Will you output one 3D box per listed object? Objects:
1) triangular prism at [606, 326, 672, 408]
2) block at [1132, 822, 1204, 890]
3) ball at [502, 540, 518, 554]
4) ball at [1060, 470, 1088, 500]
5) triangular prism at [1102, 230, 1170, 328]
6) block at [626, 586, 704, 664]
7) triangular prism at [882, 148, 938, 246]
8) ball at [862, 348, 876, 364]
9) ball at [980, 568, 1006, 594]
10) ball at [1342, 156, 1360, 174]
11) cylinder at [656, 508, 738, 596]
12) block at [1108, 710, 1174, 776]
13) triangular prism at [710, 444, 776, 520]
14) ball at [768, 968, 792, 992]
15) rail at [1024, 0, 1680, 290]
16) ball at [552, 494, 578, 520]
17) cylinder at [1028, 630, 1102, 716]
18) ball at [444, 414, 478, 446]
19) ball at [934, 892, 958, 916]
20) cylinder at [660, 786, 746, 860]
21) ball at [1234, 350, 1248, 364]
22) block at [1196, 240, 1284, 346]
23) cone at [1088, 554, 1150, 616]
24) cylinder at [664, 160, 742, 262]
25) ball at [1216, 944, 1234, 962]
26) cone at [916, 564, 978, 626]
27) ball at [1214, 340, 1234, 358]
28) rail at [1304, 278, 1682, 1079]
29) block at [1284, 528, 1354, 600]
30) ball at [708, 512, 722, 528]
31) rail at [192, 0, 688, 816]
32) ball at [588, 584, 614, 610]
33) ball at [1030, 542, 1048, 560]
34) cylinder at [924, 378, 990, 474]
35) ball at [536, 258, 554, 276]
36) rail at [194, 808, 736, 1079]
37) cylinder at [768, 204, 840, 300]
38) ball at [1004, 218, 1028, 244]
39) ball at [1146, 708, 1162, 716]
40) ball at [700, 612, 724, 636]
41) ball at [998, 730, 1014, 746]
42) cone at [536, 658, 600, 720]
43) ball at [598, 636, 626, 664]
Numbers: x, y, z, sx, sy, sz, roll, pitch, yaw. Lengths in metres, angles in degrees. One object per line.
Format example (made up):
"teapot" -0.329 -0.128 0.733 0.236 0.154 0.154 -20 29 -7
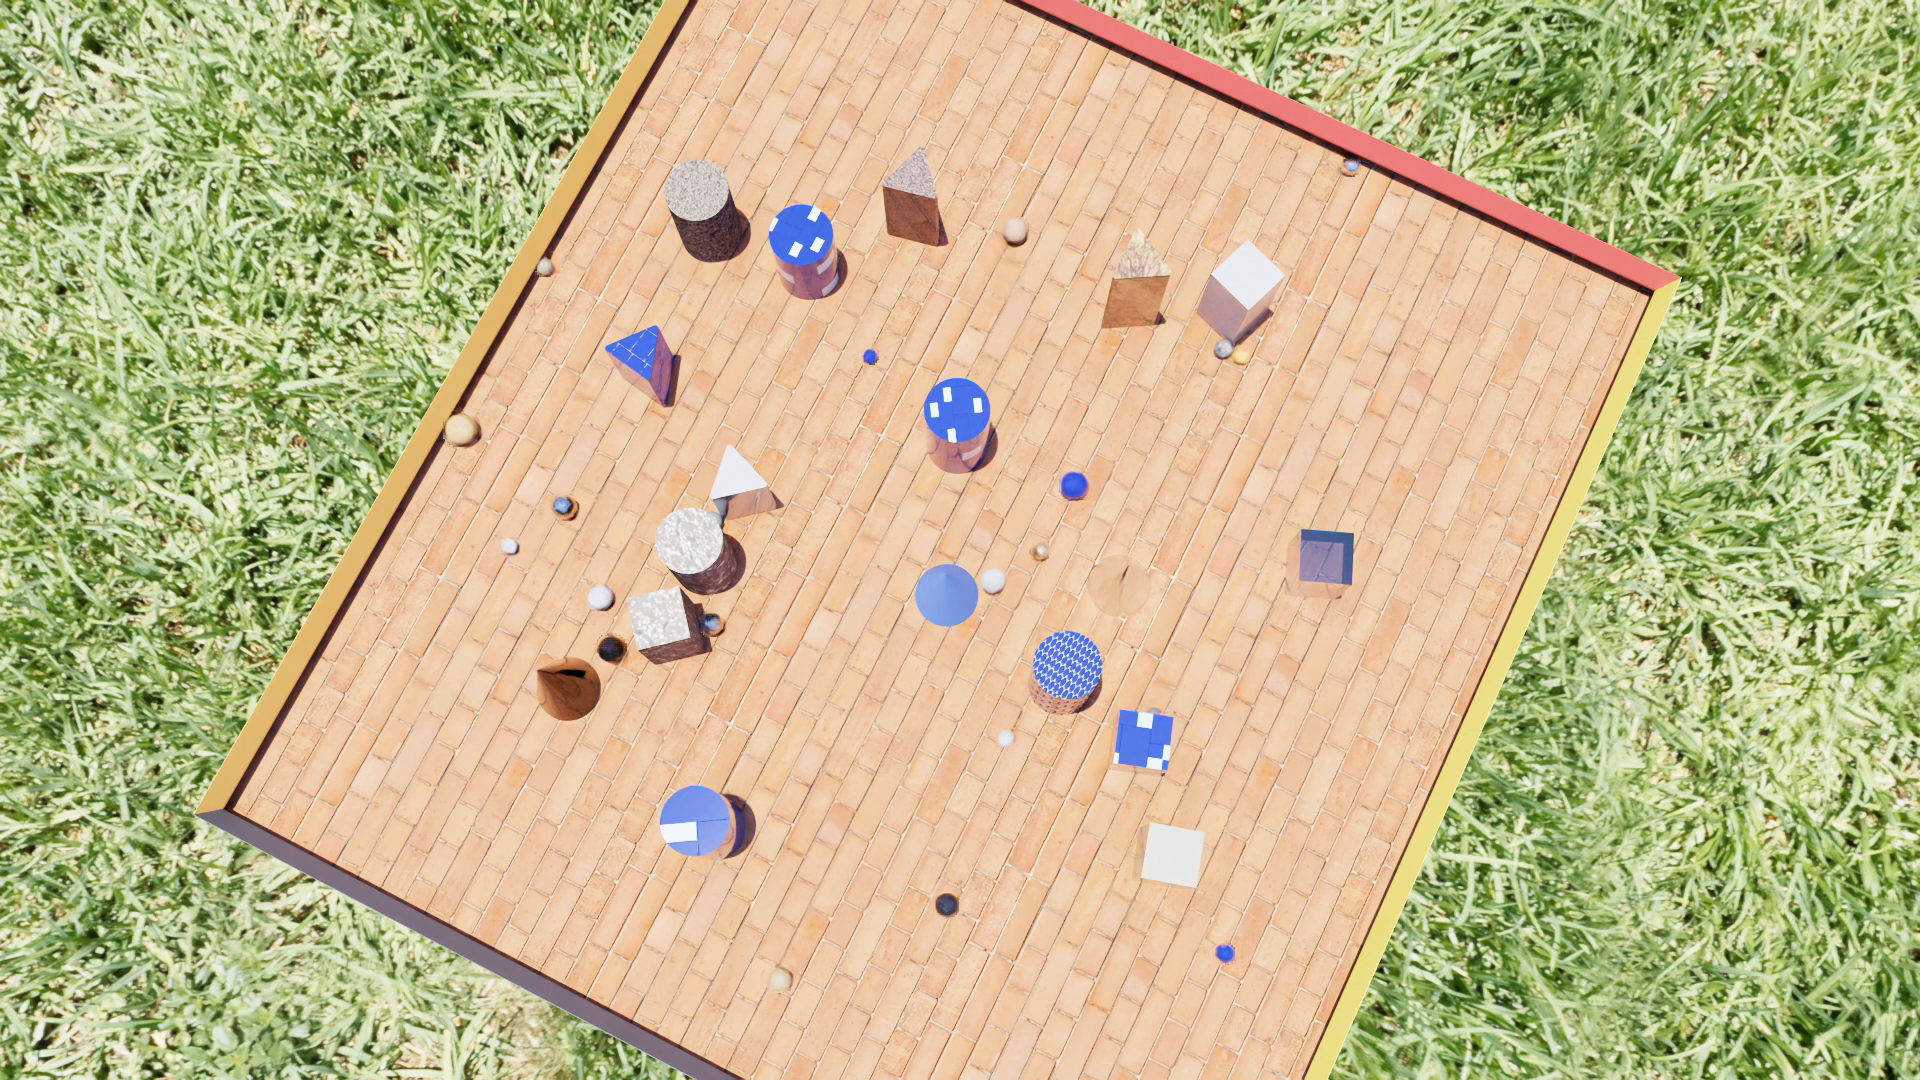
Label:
"triangular prism" -0.942 -0.548 5.575 0.168 0.304 0.145 35 80 7
"block" 0.595 0.911 5.270 0.155 0.309 0.155 10 78 2
"ball" -1.372 0.021 5.588 0.048 0.048 0.048 0 78 0
"ball" 0.350 -0.168 5.607 0.087 0.087 0.087 0 78 0
"triangular prism" 0.523 -0.790 5.546 0.168 0.458 0.145 -4 78 -1
"block" -0.866 0.255 5.407 0.155 0.307 0.155 -14 79 -3
"triangular prism" -0.132 -1.062 5.634 0.168 0.395 0.145 14 79 3
"ball" -0.282 -0.573 5.712 0.046 0.046 0.046 0 78 0
"ball" 0.098 0.124 5.552 0.076 0.076 0.076 0 78 0
"ball" 1.243 -1.191 5.834 0.057 0.057 0.057 0 78 0
"cylinder" -0.777 0.038 5.428 0.194 0.354 0.194 0 78 0
"block" 0.527 0.597 5.373 0.155 0.235 0.155 8 78 2
"triangular prism" -0.662 -0.181 5.504 0.168 0.294 0.145 -13 79 -3
"ball" -0.523 1.277 5.317 0.068 0.068 0.068 0 78 0
"rail" 0.764 -1.489 5.859 3.252 0.126 0.045 26 80 5
"ball" -1.208 -0.101 5.599 0.075 0.075 0.075 0 78 0
"cylinder" 0.302 0.391 5.328 0.194 0.407 0.194 0 78 0
"ball" -1.535 -0.340 5.637 0.097 0.097 0.097 0 78 0
"ball" -0.040 1.067 5.360 0.069 0.069 0.069 0 78 0
"cylinder" -0.732 0.815 5.250 0.194 0.388 0.194 0 78 0
"ball" 0.875 -0.571 5.712 0.045 0.045 0.045 0 78 0
"block" 0.852 -0.748 5.589 0.155 0.356 0.155 -43 81 -8
"cone" 0.485 0.104 5.417 0.194 0.348 0.194 0 78 0
"cylinder" -0.787 -1.008 5.644 0.194 0.355 0.194 0 78 0
"ball" 0.771 1.205 5.340 0.053 0.053 0.053 0 78 0
"cone" -0.040 0.131 5.404 0.194 0.364 0.194 0 78 0
"ball" 0.822 -0.597 5.711 0.058 0.058 0.058 0 78 0
"rail" 1.433 0.708 5.405 0.045 0.126 3.463 26 80 5
"block" 1.071 0.074 5.474 0.155 0.248 0.155 5 78 1
"ball" -0.757 -0.057 5.596 0.063 0.063 0.063 0 78 0
"rail" -1.433 -0.695 5.695 0.045 0.126 3.463 26 80 5
"ball" -1.088 0.173 5.542 0.076 0.076 0.076 0 78 0
"ball" 0.241 0.036 5.581 0.055 0.055 0.055 0 78 0
"cylinder" -0.008 -0.337 5.490 0.194 0.384 0.194 0 78 0
"ball" -1.307 -0.861 5.766 0.056 0.056 0.056 0 78 0
"rail" -0.764 1.502 5.240 3.252 0.126 0.045 26 80 5
"cylinder" -0.476 -0.882 5.639 0.194 0.314 0.194 0 78 0
"ball" 0.175 -0.975 5.778 0.078 0.078 0.078 0 78 0
"ball" 0.579 0.523 5.484 0.047 0.047 0.047 0 78 0
"ball" -0.747 0.253 5.529 0.069 0.069 0.069 0 78 0
"ball" 0.137 0.590 5.468 0.051 0.051 0.051 0 78 0
"cone" -1.179 0.405 5.313 0.194 0.431 0.194 0 78 0
"ball" -1.047 0.329 5.507 0.082 0.082 0.082 0 78 0
